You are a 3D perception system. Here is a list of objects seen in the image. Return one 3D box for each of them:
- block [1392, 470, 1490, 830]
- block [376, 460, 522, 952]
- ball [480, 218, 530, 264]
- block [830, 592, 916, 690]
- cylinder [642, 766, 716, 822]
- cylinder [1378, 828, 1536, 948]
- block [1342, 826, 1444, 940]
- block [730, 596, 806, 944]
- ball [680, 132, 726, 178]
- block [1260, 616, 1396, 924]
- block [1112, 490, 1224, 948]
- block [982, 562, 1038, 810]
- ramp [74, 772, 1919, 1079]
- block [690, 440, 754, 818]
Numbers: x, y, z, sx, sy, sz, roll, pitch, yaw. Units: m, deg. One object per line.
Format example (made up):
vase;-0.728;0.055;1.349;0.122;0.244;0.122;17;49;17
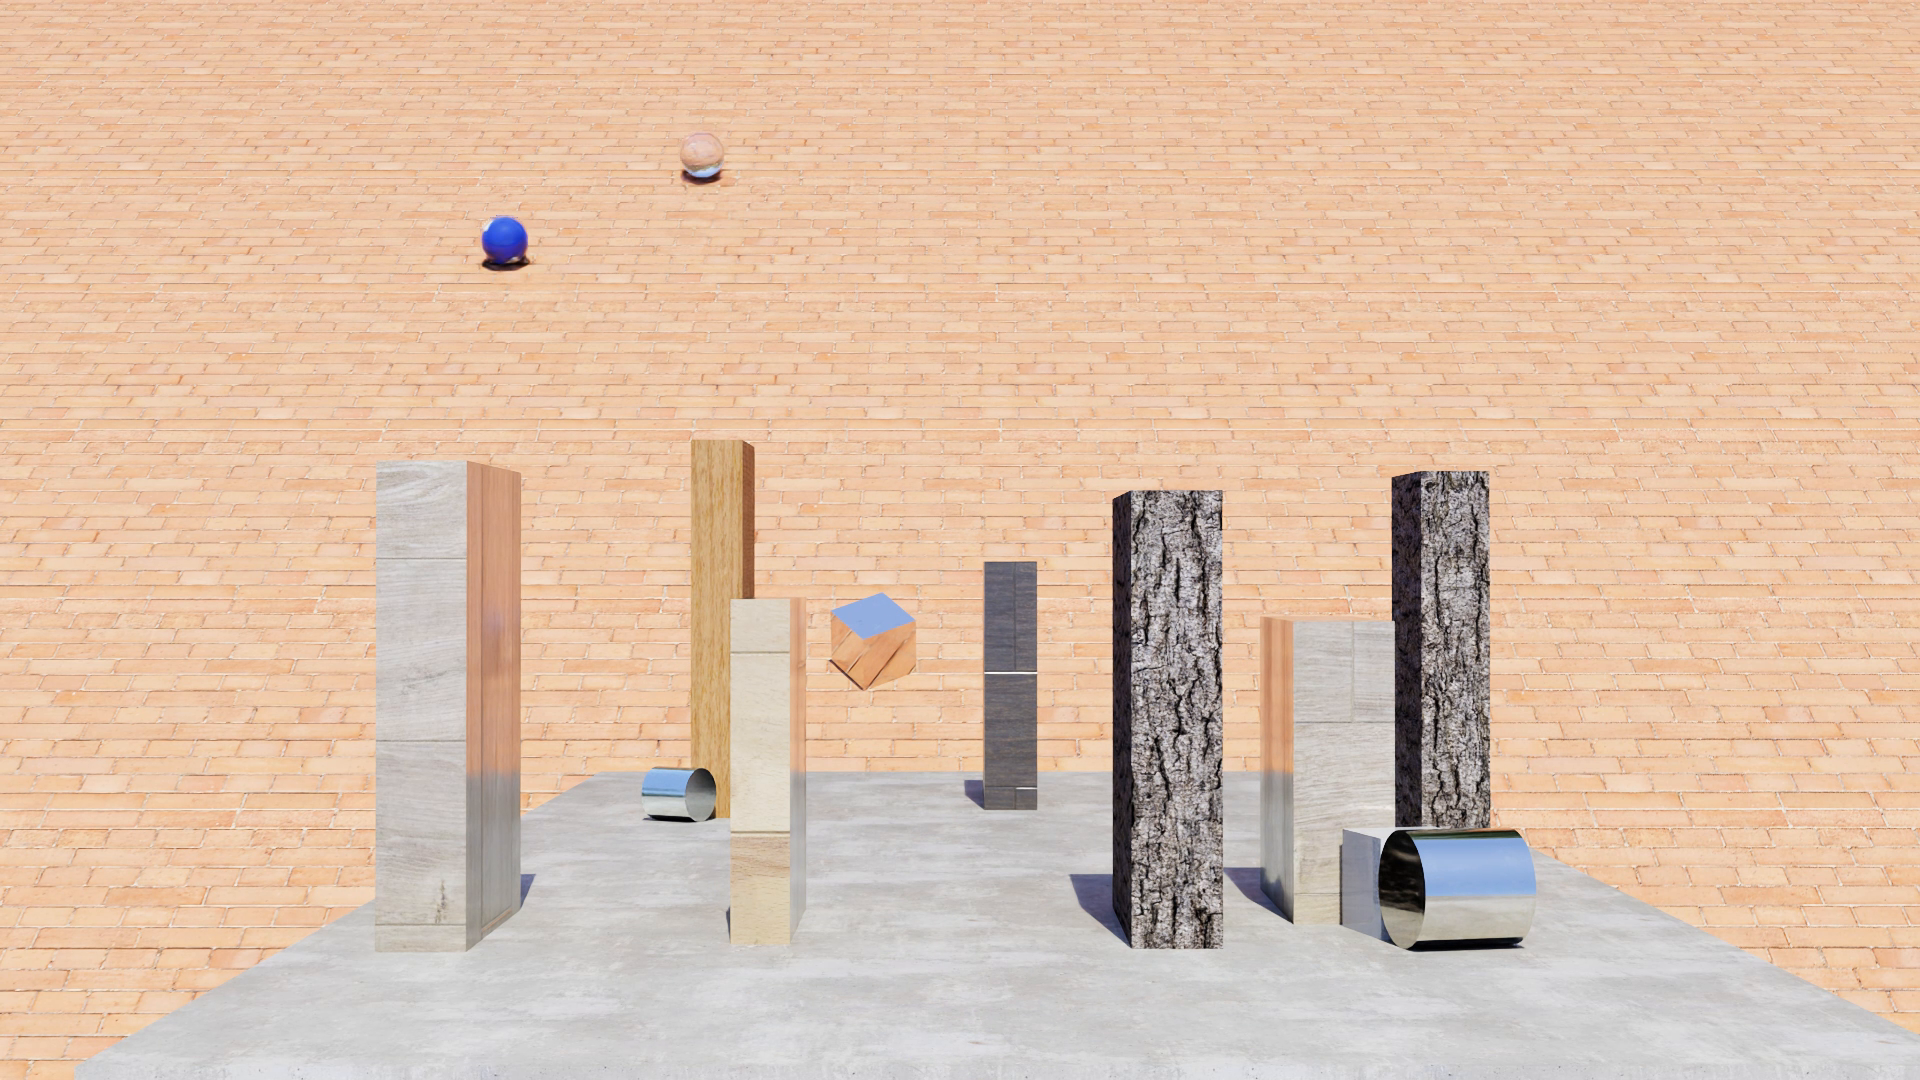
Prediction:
block;0.829;0.229;4.480;0.115;0.686;0.298;0;-1;0
block;-0.735;0.229;3.752;0.123;0.670;0.441;0;-1;0
ball;-1.655;-1.088;9.423;0.173;0.173;0.173;0;32;0
block;-0.241;0.282;7.221;0.172;0.172;0.172;-19;37;-28
cylinder;-0.585;0.528;5.392;0.111;0.111;0.111;0;28;30
cylinder;0.686;0.480;3.584;0.162;0.162;0.162;0;31;-14
block;0.644;0.492;3.731;0.142;0.142;0.142;0;-1;-14
block;-0.278;0.325;3.796;0.082;0.480;0.385;0;-1;0
ball;-1.001;-1.498;10.078;0.176;0.176;0.176;0;32;0
block;0.564;0.344;4.015;0.149;0.445;0.422;0;-1;0
block;0.298;0.249;3.780;0.126;0.630;0.439;0;-1;0
block;0.110;0.319;5.842;0.115;0.540;0.439;0;-1;0
ramp;0.071;0.625;4.715;2.000;0.100;4.000;0;-1;0
block;-0.512;0.189;5.615;0.108;0.795;0.332;0;-1;0
